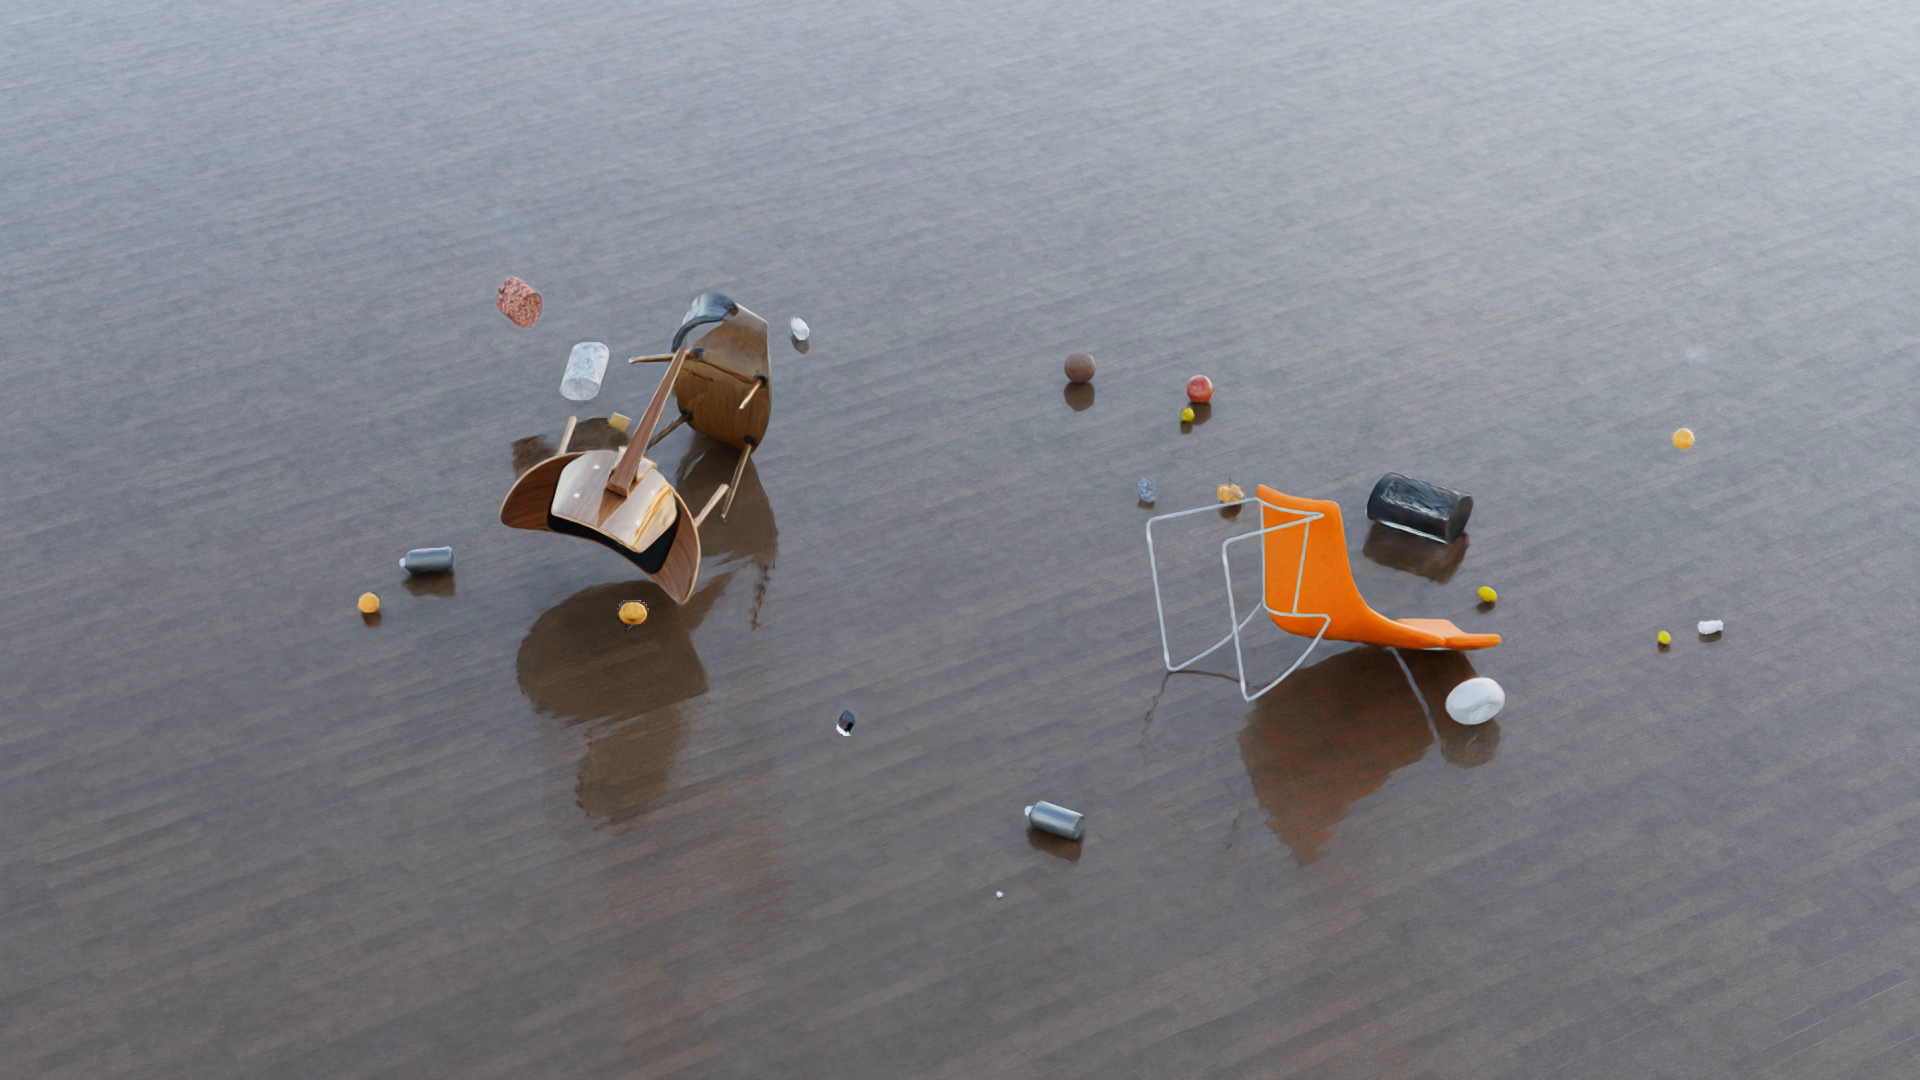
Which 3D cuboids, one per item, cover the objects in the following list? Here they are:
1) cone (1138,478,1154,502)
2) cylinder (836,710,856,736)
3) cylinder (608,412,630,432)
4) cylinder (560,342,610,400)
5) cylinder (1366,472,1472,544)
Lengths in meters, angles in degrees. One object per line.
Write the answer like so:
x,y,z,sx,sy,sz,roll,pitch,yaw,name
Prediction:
0.726,-0.188,11.197,0.069,0.059,0.108,5,53,-60,cone
-0.387,0.620,9.924,0.034,0.073,0.058,-24,60,-39,cylinder
-1.346,-0.466,11.578,0.075,0.061,0.047,22,-1,-7,cylinder
-1.492,-0.673,11.670,0.165,0.119,0.219,-9,42,17,cylinder
1.720,-0.121,10.971,0.316,0.171,0.263,19,32,26,cylinder
